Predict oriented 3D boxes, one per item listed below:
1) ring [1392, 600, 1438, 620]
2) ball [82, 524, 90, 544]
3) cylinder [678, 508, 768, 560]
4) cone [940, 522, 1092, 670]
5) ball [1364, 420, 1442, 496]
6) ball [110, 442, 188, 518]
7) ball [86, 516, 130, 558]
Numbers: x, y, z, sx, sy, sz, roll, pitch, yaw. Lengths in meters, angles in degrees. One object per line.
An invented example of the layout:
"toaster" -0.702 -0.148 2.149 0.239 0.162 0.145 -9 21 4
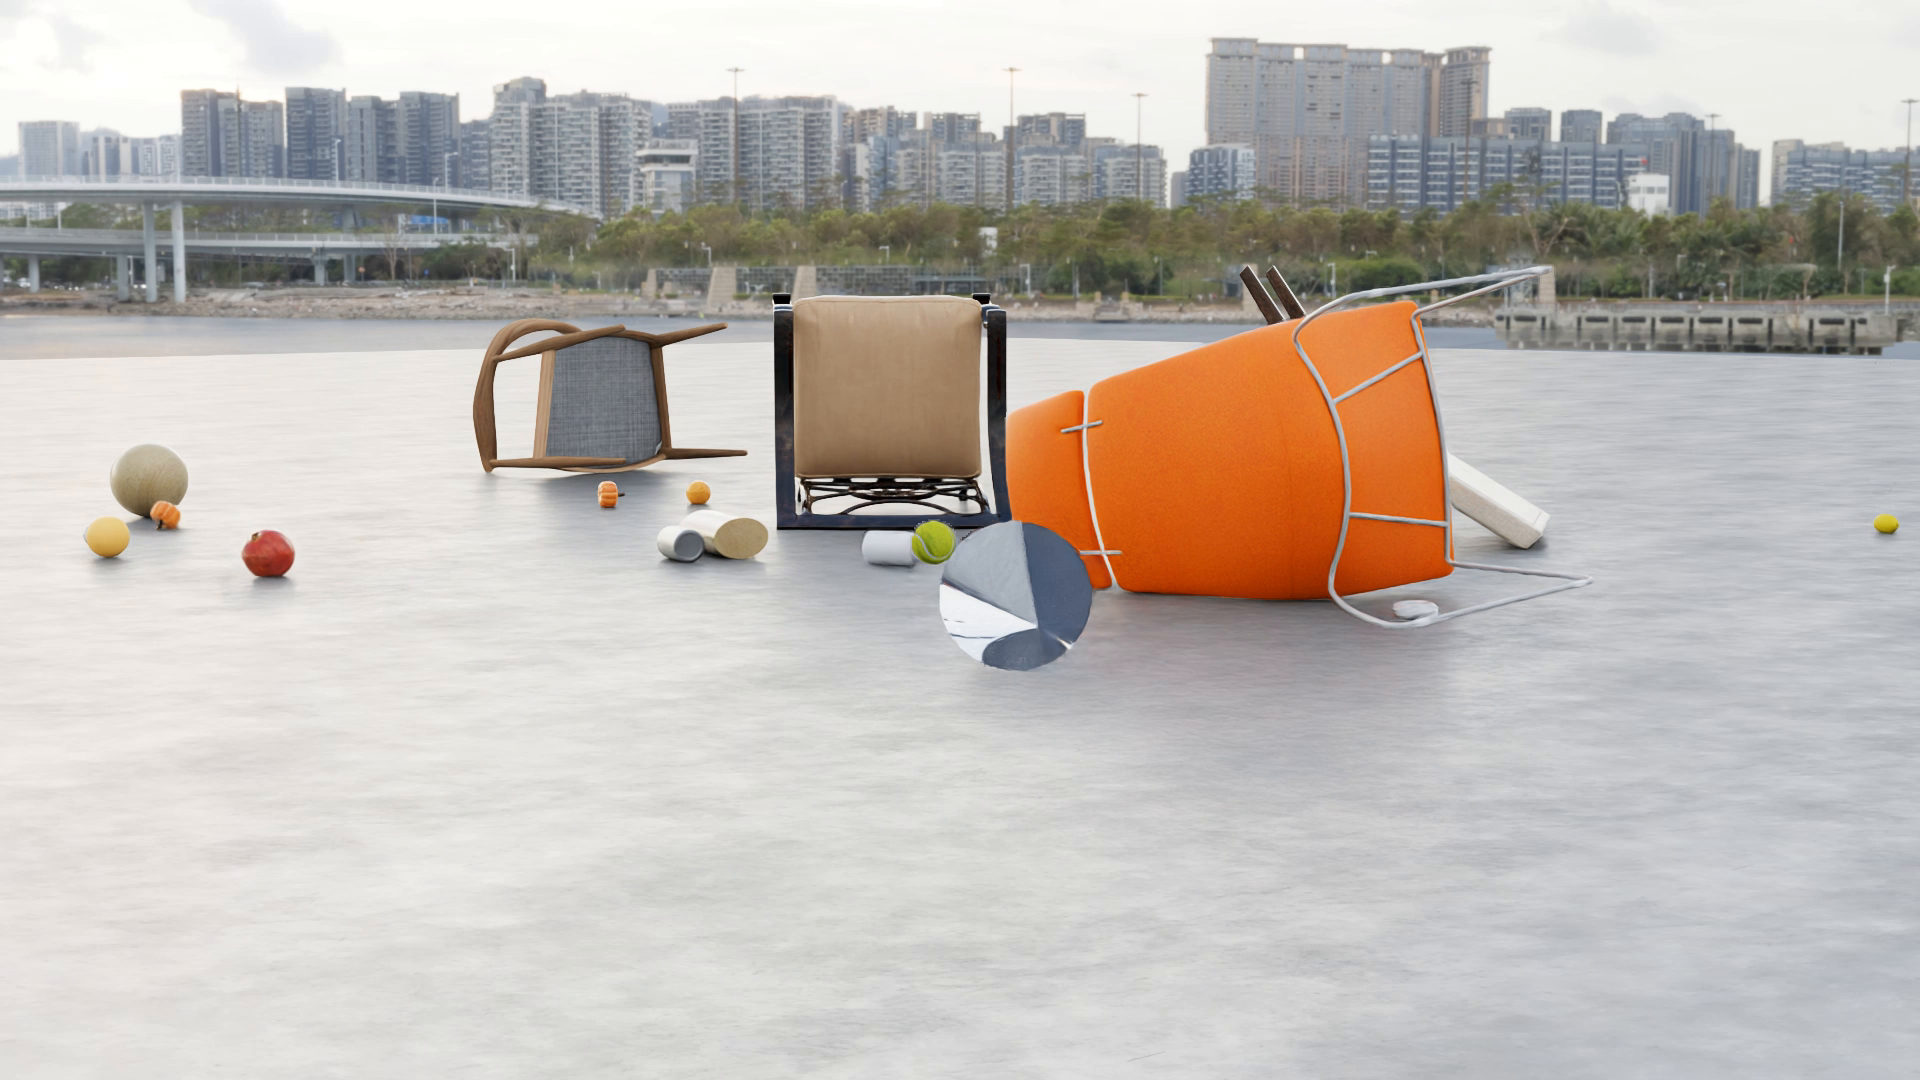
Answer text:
"ring" 0.880 0.135 4.962 0.089 0.029 0.116 0 5 8
"ball" -2.112 -0.013 6.262 0.057 0.057 0.057 0 6 0
"cylinder" -0.563 -0.015 6.084 0.139 0.096 0.230 -8 10 -26
"cone" 0.131 0.144 4.444 0.325 0.257 0.202 50 -2 39
"ball" 1.321 -0.244 7.662 0.230 0.230 0.230 0 6 0
"ball" -2.216 -0.166 7.012 0.208 0.208 0.208 0 6 0
"ball" -1.997 -0.008 6.015 0.097 0.097 0.097 0 6 0
